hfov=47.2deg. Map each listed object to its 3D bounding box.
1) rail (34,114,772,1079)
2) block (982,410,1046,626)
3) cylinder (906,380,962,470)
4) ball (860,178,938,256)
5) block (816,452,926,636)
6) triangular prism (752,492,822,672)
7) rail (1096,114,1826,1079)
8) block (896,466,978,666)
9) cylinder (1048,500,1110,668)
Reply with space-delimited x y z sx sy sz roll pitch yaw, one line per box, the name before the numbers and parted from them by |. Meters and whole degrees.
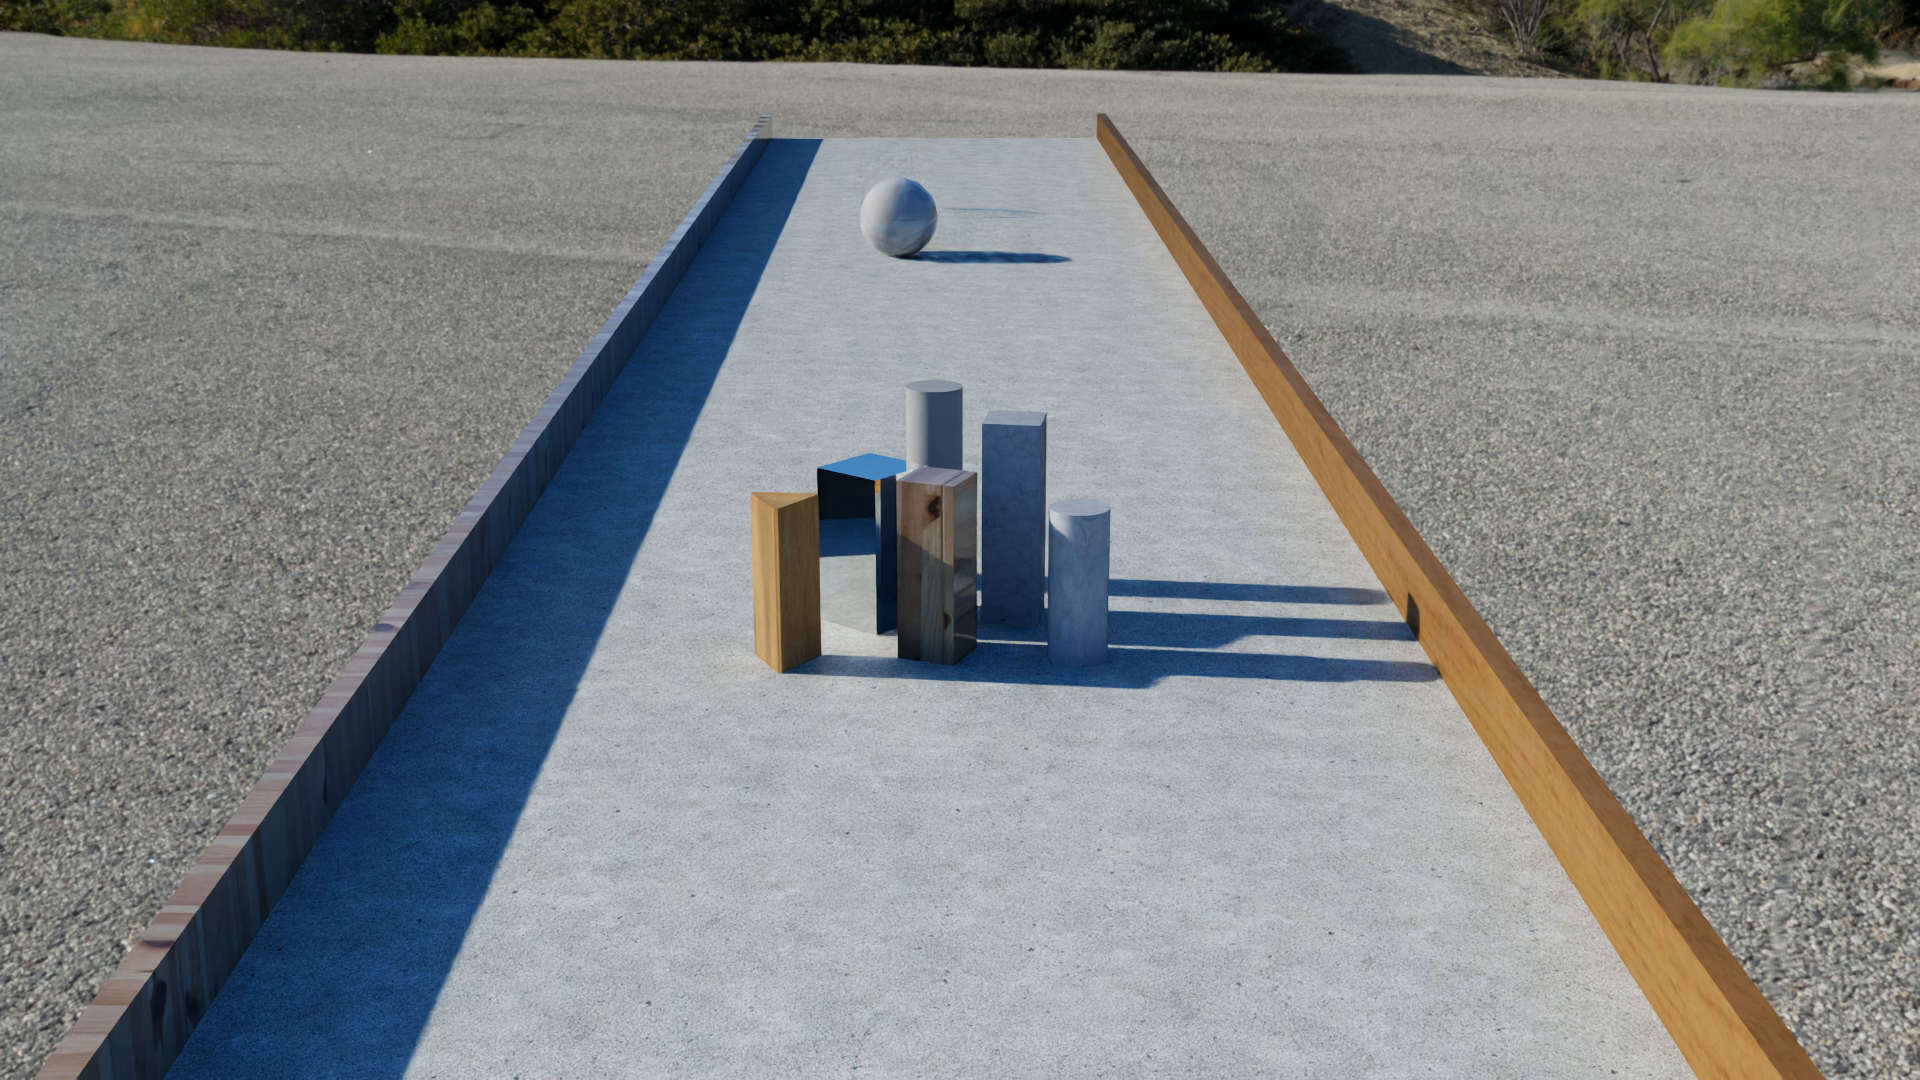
rail | -1.118 -0.838 7.780 0.050 0.150 12.000 0 17 -1
block | 0.113 -0.046 4.623 0.122 0.433 0.122 2 17 8
cylinder | -0.056 -0.123 4.859 0.125 0.445 0.125 0 17 0
ball | -0.256 -1.350 9.192 0.327 0.327 0.327 0 17 0
block | -0.183 0.006 4.623 0.162 0.332 0.162 13 21 38
triangular prism | -0.366 0.077 4.376 0.115 0.338 0.133 11 20 33
rail | 0.932 -0.844 7.801 0.050 0.150 12.000 0 17 -1
block | -0.045 0.051 4.407 0.122 0.370 0.122 7 18 22
cylinder | 0.236 0.086 4.385 0.121 0.315 0.121 0 17 0
